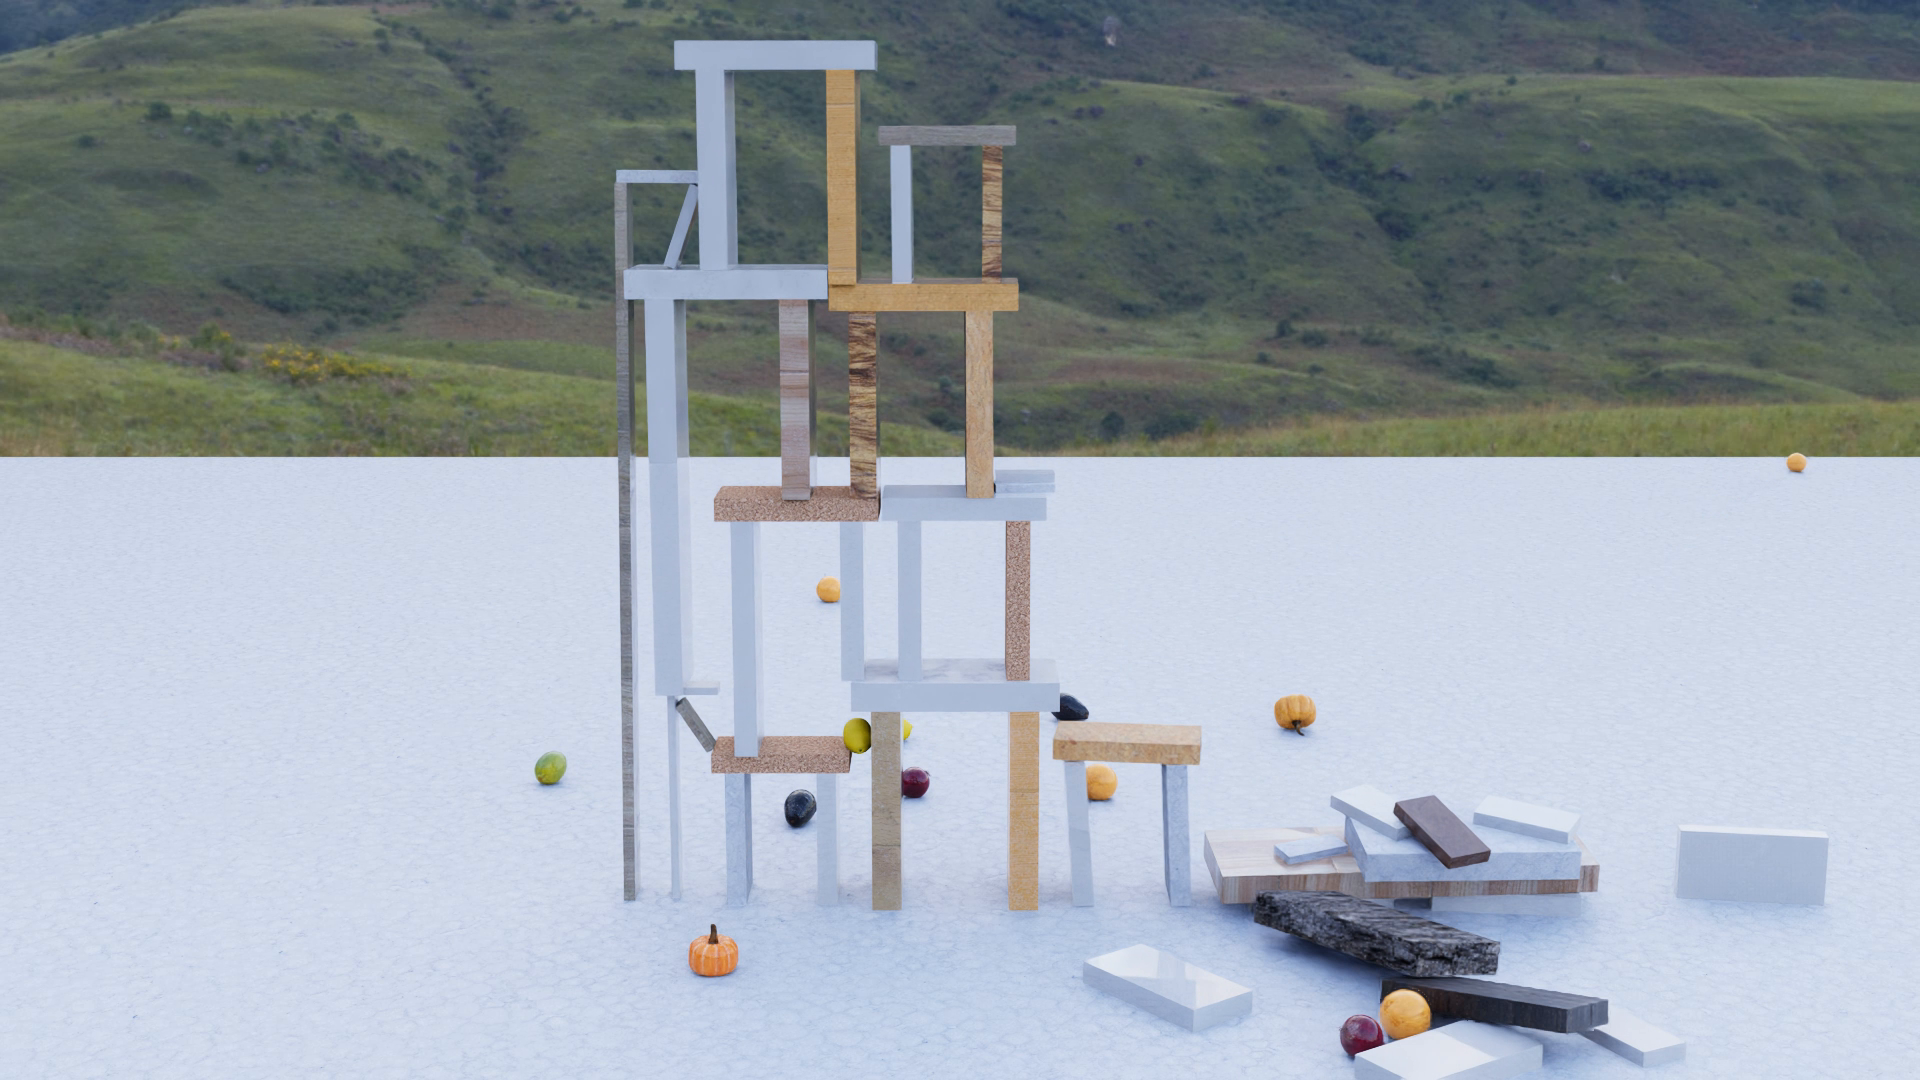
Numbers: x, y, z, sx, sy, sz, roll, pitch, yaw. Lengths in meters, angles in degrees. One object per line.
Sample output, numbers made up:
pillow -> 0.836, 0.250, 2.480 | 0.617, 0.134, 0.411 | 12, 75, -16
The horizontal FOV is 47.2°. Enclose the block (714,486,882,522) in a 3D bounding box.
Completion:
block -> -0.260, -0.059, 3.546 | 0.260, 0.037, 0.130 | 0, 11, 0

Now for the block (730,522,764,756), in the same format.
block -> -0.346, 0.149, 3.585 | 0.037, 0.386, 0.130 | 0, 11, 0

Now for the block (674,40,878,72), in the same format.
block -> -0.283, -0.751, 3.418 | 0.304, 0.043, 0.152 | 0, 11, 0

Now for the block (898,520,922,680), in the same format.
block -> -0.081, 0.086, 3.574 | 0.037, 0.261, 0.131 | 0, 11, 0

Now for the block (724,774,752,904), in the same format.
block -> -0.367, 0.480, 3.650 | 0.032, 0.224, 0.112 | 0, 11, 0

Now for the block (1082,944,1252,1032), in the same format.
block -> 0.303, 0.655, 3.228 | 0.118, 0.033, 0.236 | -8, 13, -37

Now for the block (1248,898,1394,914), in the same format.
block -> 0.587, 0.580, 3.635 | 0.233, 0.033, 0.117 | -1, 11, -3

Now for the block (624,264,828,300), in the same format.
block -> -0.363, -0.410, 3.485 | 0.315, 0.045, 0.157 | 0, 11, 0

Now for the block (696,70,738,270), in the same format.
block -> -0.381, -0.580, 3.449 | 0.043, 0.304, 0.152 | 0, 11, 0

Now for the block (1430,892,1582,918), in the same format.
block -> 0.895, 0.581, 3.628 | 0.236, 0.033, 0.117 | 2, 11, 8

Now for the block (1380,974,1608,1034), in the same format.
block -> 0.751, 0.650, 3.098 | 0.291, 0.033, 0.118 | 0, -2, 43

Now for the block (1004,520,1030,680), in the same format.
block -> 0.093, 0.086, 3.574 | 0.037, 0.261, 0.131 | 0, 11, 0

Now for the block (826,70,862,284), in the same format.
block -> -0.181, -0.570, 3.452 | 0.043, 0.326, 0.152 | 0, 11, 1

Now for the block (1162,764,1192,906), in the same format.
block -> 0.358, 0.472, 3.644 | 0.034, 0.239, 0.120 | -3, 10, 1

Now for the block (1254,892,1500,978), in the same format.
block -> 0.630, 0.597, 3.350 | 0.172, 0.049, 0.344 | 7, 1, -35

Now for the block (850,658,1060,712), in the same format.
block -> -0.008, 0.237, 3.607 | 0.335, 0.047, 0.167 | 0, 11, 0

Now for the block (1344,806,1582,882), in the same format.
block -> 0.815, 0.494, 3.582 | 0.344, 0.049, 0.172 | -1, 18, -1

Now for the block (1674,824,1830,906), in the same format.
block -> 1.307, 0.537, 3.635 | 0.233, 0.117, 0.033 | 2, 11, 9

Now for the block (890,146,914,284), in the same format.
block -> -0.091, -0.514, 3.464 | 0.030, 0.212, 0.106 | 0, 11, 1

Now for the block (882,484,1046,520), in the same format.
block -> 0.007, -0.060, 3.547 | 0.261, 0.037, 0.131 | 0, 11, 0

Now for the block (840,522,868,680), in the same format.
block -> -0.172, 0.087, 3.573 | 0.037, 0.260, 0.130 | 0, 11, 0

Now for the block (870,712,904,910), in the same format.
block -> -0.119, 0.425, 3.641 | 0.047, 0.335, 0.167 | 0, 11, 0

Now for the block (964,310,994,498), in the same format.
block -> 0.030, -0.225, 3.521 | 0.042, 0.295, 0.148 | -1, 11, -1

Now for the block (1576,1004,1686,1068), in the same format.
block -> 0.928, 0.690, 3.070 | 0.077, 0.022, 0.155 | -5, 12, -26

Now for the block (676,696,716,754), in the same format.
block -> -0.434, 0.304, 3.614 | 0.013, 0.092, 0.046 | -33, 9, 6

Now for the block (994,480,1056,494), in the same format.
block -> 0.103, -0.086, 3.549 | 0.096, 0.014, 0.048 | -1, 11, -6

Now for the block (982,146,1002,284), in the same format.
block -> 0.051, -0.514, 3.461 | 0.030, 0.211, 0.106 | 0, 11, 1

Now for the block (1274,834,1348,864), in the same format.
block -> 0.575, 0.506, 3.602 | 0.111, 0.014, 0.048 | -7, 19, -22

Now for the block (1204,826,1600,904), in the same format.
block -> 0.723, 0.529, 3.631 | 0.617, 0.049, 0.172 | -1, 18, -4

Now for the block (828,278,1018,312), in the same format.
block -> -0.056, -0.391, 3.492 | 0.295, 0.042, 0.148 | 0, 11, 1

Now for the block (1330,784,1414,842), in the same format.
block -> 0.691, 0.447, 3.611 | 0.079, 0.022, 0.158 | -11, 21, -31

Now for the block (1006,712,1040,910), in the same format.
block -> 0.104, 0.425, 3.641 | 0.047, 0.335, 0.167 | 0, 11, 0

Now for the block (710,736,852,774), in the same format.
block -> -0.292, 0.354, 3.627 | 0.224, 0.032, 0.112 | 0, 11, 0

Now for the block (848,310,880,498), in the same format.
block -> -0.152, -0.224, 3.521 | 0.042, 0.296, 0.148 | 0, 11, 1

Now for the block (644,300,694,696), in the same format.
block -> -0.467, -0.076, 3.547 | 0.045, 0.634, 0.158 | 0, 11, 0

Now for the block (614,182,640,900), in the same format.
block -> -0.537, 0.014, 3.561 | 0.019, 1.172, 0.067 | 1, 11, 0

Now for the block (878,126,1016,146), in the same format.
block -> -0.018, -0.633, 3.441 | 0.211, 0.030, 0.106 | 0, 11, 2

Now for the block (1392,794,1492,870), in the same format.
block -> 0.769, 0.466, 3.514 | 0.077, 0.022, 0.155 | -7, 31, -25

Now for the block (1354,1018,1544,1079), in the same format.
block -> 0.661, 0.703, 2.969 | 0.236, 0.033, 0.118 | -7, 13, -33

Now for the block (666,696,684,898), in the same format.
block -> -0.471, 0.420, 3.635 | 0.013, 0.348, 0.046 | 0, 11, 0

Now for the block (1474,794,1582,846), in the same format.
block -> 0.925, 0.456, 3.585 | 0.155, 0.022, 0.077 | 10, 21, 29

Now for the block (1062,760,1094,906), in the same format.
block -> 0.195, 0.472, 3.644 | 0.034, 0.239, 0.120 | -4, 10, 1

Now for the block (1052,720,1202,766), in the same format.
block -> 0.278, 0.335, 3.632 | 0.239, 0.034, 0.120 | 2, 11, 7

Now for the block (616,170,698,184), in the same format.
block -> -0.469, -0.572, 3.462 | 0.133, 0.019, 0.067 | 1, 11, -1

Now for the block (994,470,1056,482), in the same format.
block -> 0.105, -0.104, 3.568 | 0.096, 0.014, 0.048 | 0, 11, -1

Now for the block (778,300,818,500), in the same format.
block -> -0.258, -0.233, 3.518 | 0.045, 0.315, 0.158 | 0, 11, 1

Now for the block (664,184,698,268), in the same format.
block -> -0.433, -0.496, 3.466 | 0.019, 0.133, 0.067 | 19, 10, -3

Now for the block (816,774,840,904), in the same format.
block -> -0.218, 0.480, 3.650 | 0.032, 0.224, 0.112 | 0, 11, 0

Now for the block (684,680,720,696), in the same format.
block -> -0.440, 0.242, 3.602 | 0.092, 0.013, 0.046 | 0, 11, 0
